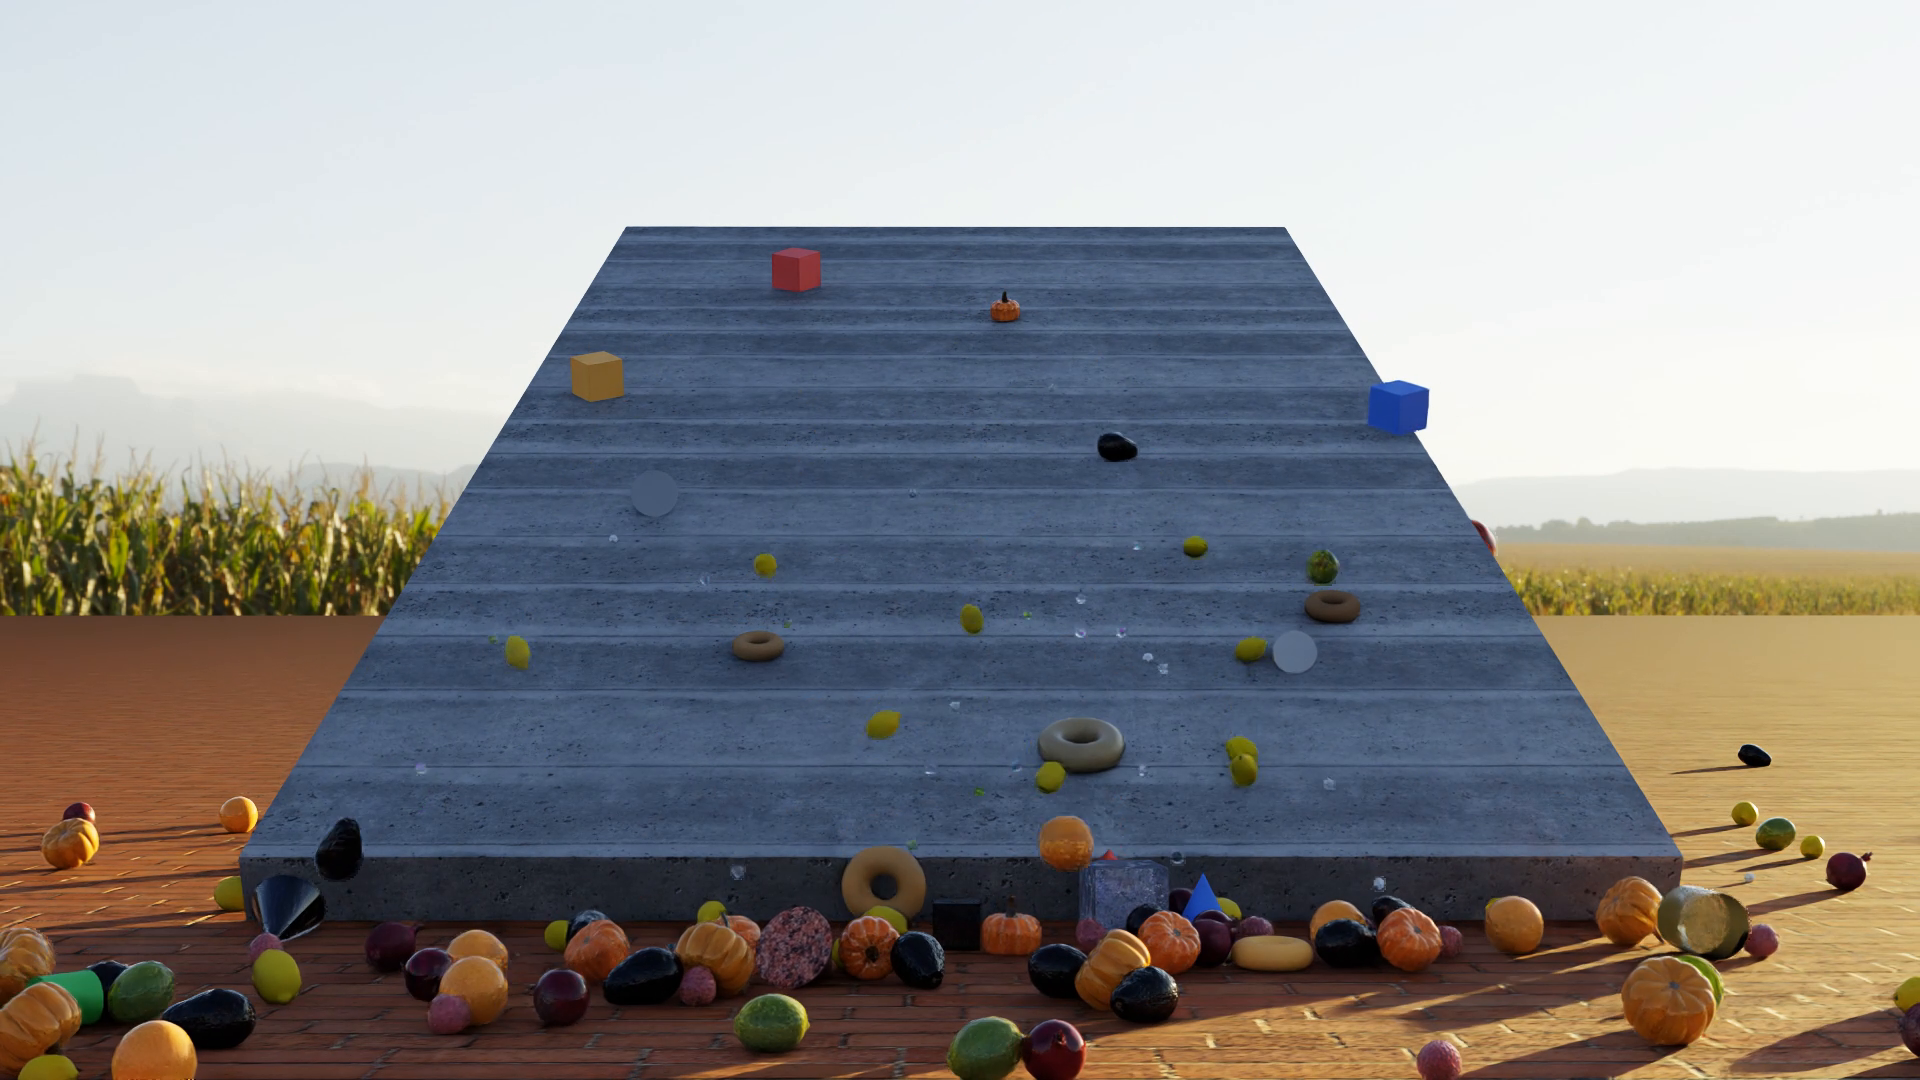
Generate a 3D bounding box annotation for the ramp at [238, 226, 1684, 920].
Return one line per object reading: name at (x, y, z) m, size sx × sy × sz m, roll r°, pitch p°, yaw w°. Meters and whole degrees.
ramp at (-0.005, -0.210, 5.037) m, size 2.000 × 0.100 × 4.000 m, roll 0°, pitch 20°, yaw 0°

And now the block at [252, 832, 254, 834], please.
block at (-1.154, 0.522, 3.842) m, size 0.060 × 0.060 × 0.060 m, roll 2°, pitch -2°, yaw -43°

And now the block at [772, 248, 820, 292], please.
block at (-0.445, -0.734, 6.172) m, size 0.094 × 0.094 × 0.094 m, roll 13°, pitch 24°, yaw 31°

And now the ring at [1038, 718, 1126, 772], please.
ring at (0.183, 0.309, 3.430) m, size 0.134 × 0.045 × 0.134 m, roll -1°, pitch 21°, yaw 0°

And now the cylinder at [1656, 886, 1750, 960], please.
cylinder at (0.934, 0.481, 2.859) m, size 0.083 × 0.083 × 0.083 m, roll 0°, pitch -2°, yaw -7°

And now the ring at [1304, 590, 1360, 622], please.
ring at (0.651, 0.116, 3.970) m, size 0.098 × 0.033 × 0.098 m, roll -1°, pitch 21°, yaw 0°

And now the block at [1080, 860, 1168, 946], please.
block at (0.216, 0.478, 3.002) m, size 0.098 × 0.098 × 0.098 m, roll 0°, pitch -2°, yaw -9°

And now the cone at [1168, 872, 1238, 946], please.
cone at (0.319, 0.481, 2.980) m, size 0.090 × 0.090 × 0.090 m, roll 0°, pitch -2°, yaw 0°

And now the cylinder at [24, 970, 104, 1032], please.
cylinder at (-0.932, 0.479, 2.362) m, size 0.057 × 0.057 × 0.057 m, roll -2°, pitch -2°, yaw 41°

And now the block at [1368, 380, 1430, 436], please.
block at (0.963, -0.291, 4.985) m, size 0.091 × 0.091 × 0.091 m, roll -14°, pitch 25°, yaw -34°

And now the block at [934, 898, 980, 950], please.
block at (-0.004, 0.495, 2.929) m, size 0.060 × 0.060 × 0.060 m, roll 0°, pitch -2°, yaw 1°

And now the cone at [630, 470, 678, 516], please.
cone at (-0.605, -0.086, 4.498) m, size 0.092 × 0.092 × 0.092 m, roll 0°, pitch -7°, yaw -7°

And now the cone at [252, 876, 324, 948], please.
cone at (-0.890, 0.505, 2.968) m, size 0.095 × 0.095 × 0.095 m, roll 0°, pitch 25°, yaw 0°

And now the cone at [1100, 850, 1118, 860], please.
cone at (0.201, 0.444, 3.071) m, size 0.075 × 0.075 × 0.075 m, roll -1°, pitch 38°, yaw 0°

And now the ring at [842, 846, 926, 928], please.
ring at (-0.104, 0.473, 3.102) m, size 0.117 × 0.117 × 0.039 m, roll 0°, pitch 7°, yaw 6°

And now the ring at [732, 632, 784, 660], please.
ring at (-0.338, 0.178, 3.806) m, size 0.088 × 0.029 × 0.088 m, roll 1°, pitch 19°, yaw 0°

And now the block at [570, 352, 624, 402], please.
block at (-0.832, -0.375, 5.211) m, size 0.087 × 0.087 × 0.087 m, roll -14°, pitch 25°, yaw -34°

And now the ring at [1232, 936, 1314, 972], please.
ring at (0.380, 0.503, 2.765) m, size 0.100 × 0.033 × 0.100 m, roll 0°, pitch -2°, yaw 0°

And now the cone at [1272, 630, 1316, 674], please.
cone at (0.558, 0.189, 3.774) m, size 0.072 × 0.072 × 0.072 m, roll 0°, pitch -7°, yaw 11°
